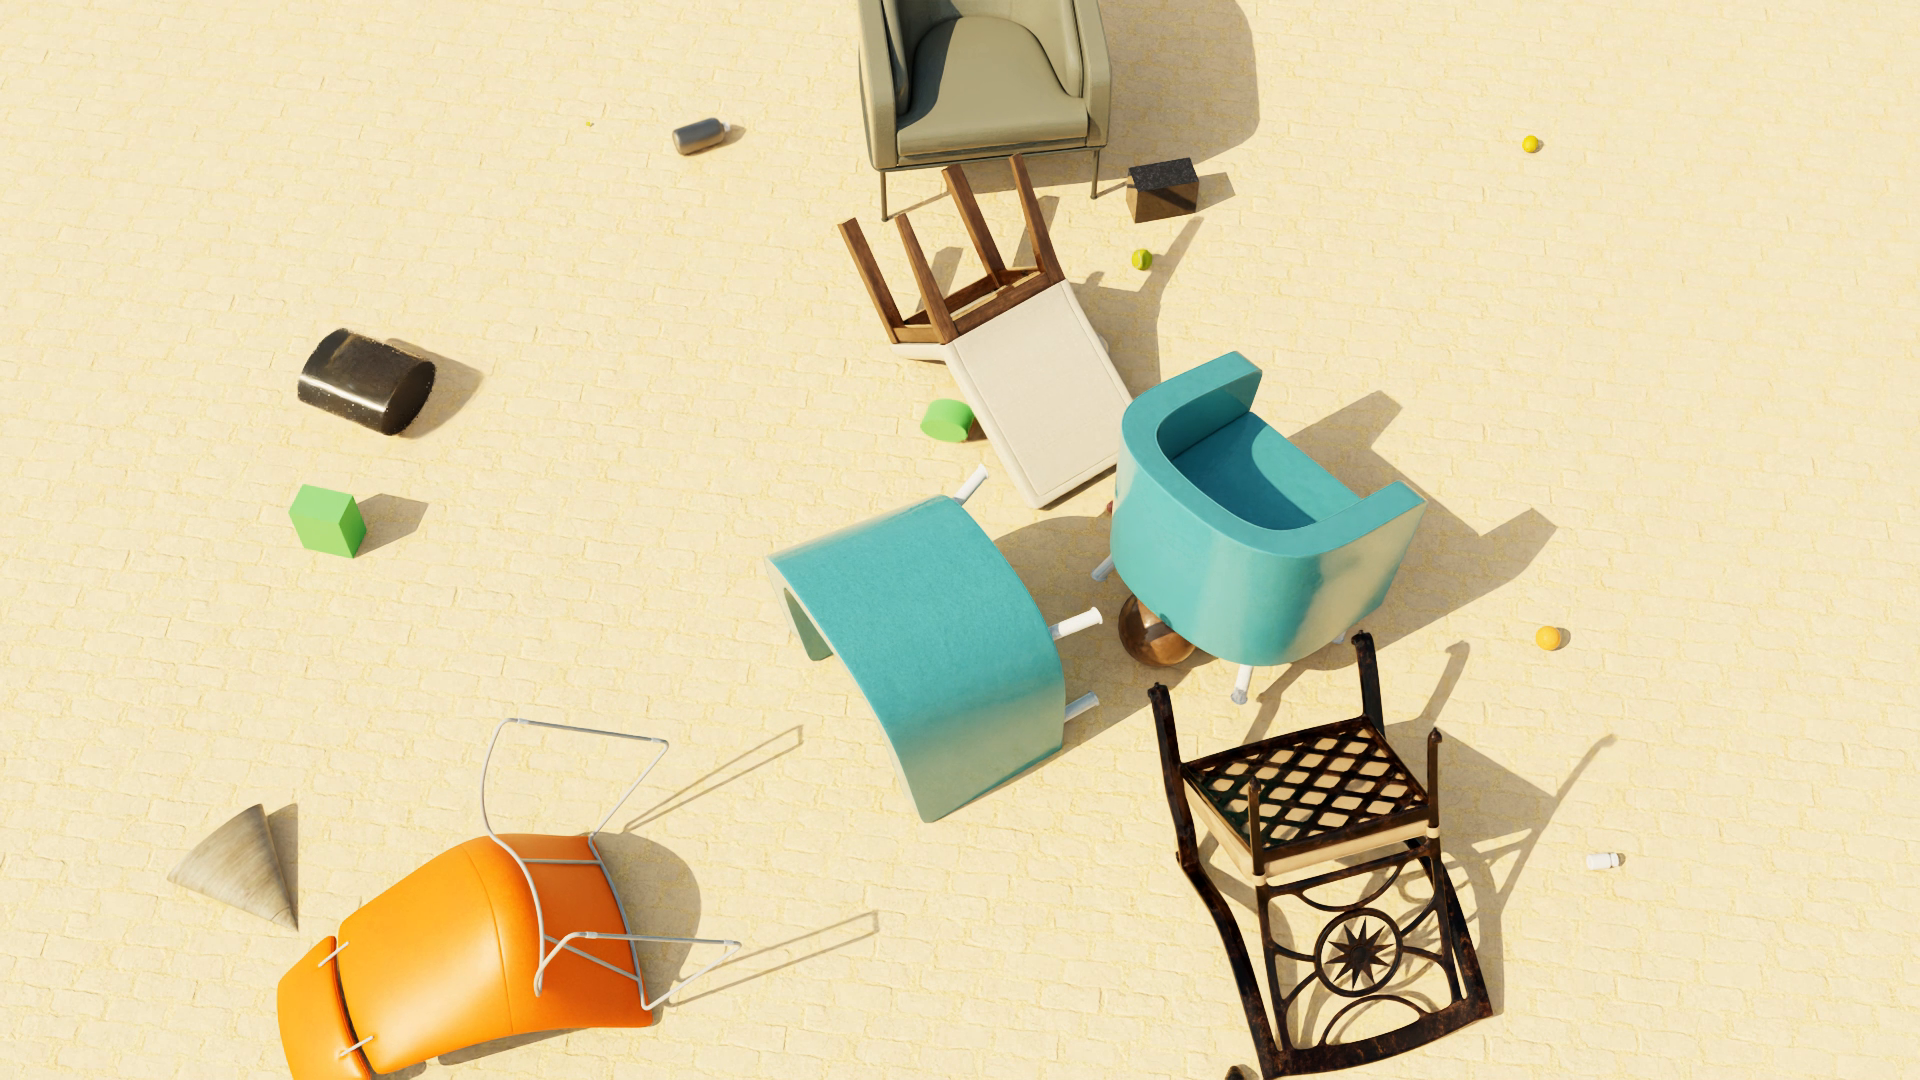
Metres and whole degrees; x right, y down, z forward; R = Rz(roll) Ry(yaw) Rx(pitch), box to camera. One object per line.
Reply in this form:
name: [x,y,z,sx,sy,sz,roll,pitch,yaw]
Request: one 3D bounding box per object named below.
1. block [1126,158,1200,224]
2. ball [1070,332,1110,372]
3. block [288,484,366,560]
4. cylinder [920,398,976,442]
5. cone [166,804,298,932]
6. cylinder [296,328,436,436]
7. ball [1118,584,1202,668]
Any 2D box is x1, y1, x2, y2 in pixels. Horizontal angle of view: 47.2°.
block: [0.667,-1.152,7.255,0.209,0.153,0.111,-11,57,-7]
ball: [0.407,-0.591,6.894,0.127,0.127,0.127,0,56,0]
block: [-1.867,-0.054,6.497,0.158,0.188,0.106,12,57,8]
cylinder: [-0.037,-0.367,6.754,0.154,0.106,0.084,6,55,24]
cone: [-1.890,0.933,5.909,0.351,0.131,0.315,43,64,13]
cylinder: [-1.831,-0.488,6.787,0.308,0.191,0.289,21,55,14]
ball: [0.570,0.244,6.266,0.240,0.240,0.240,0,56,0]
